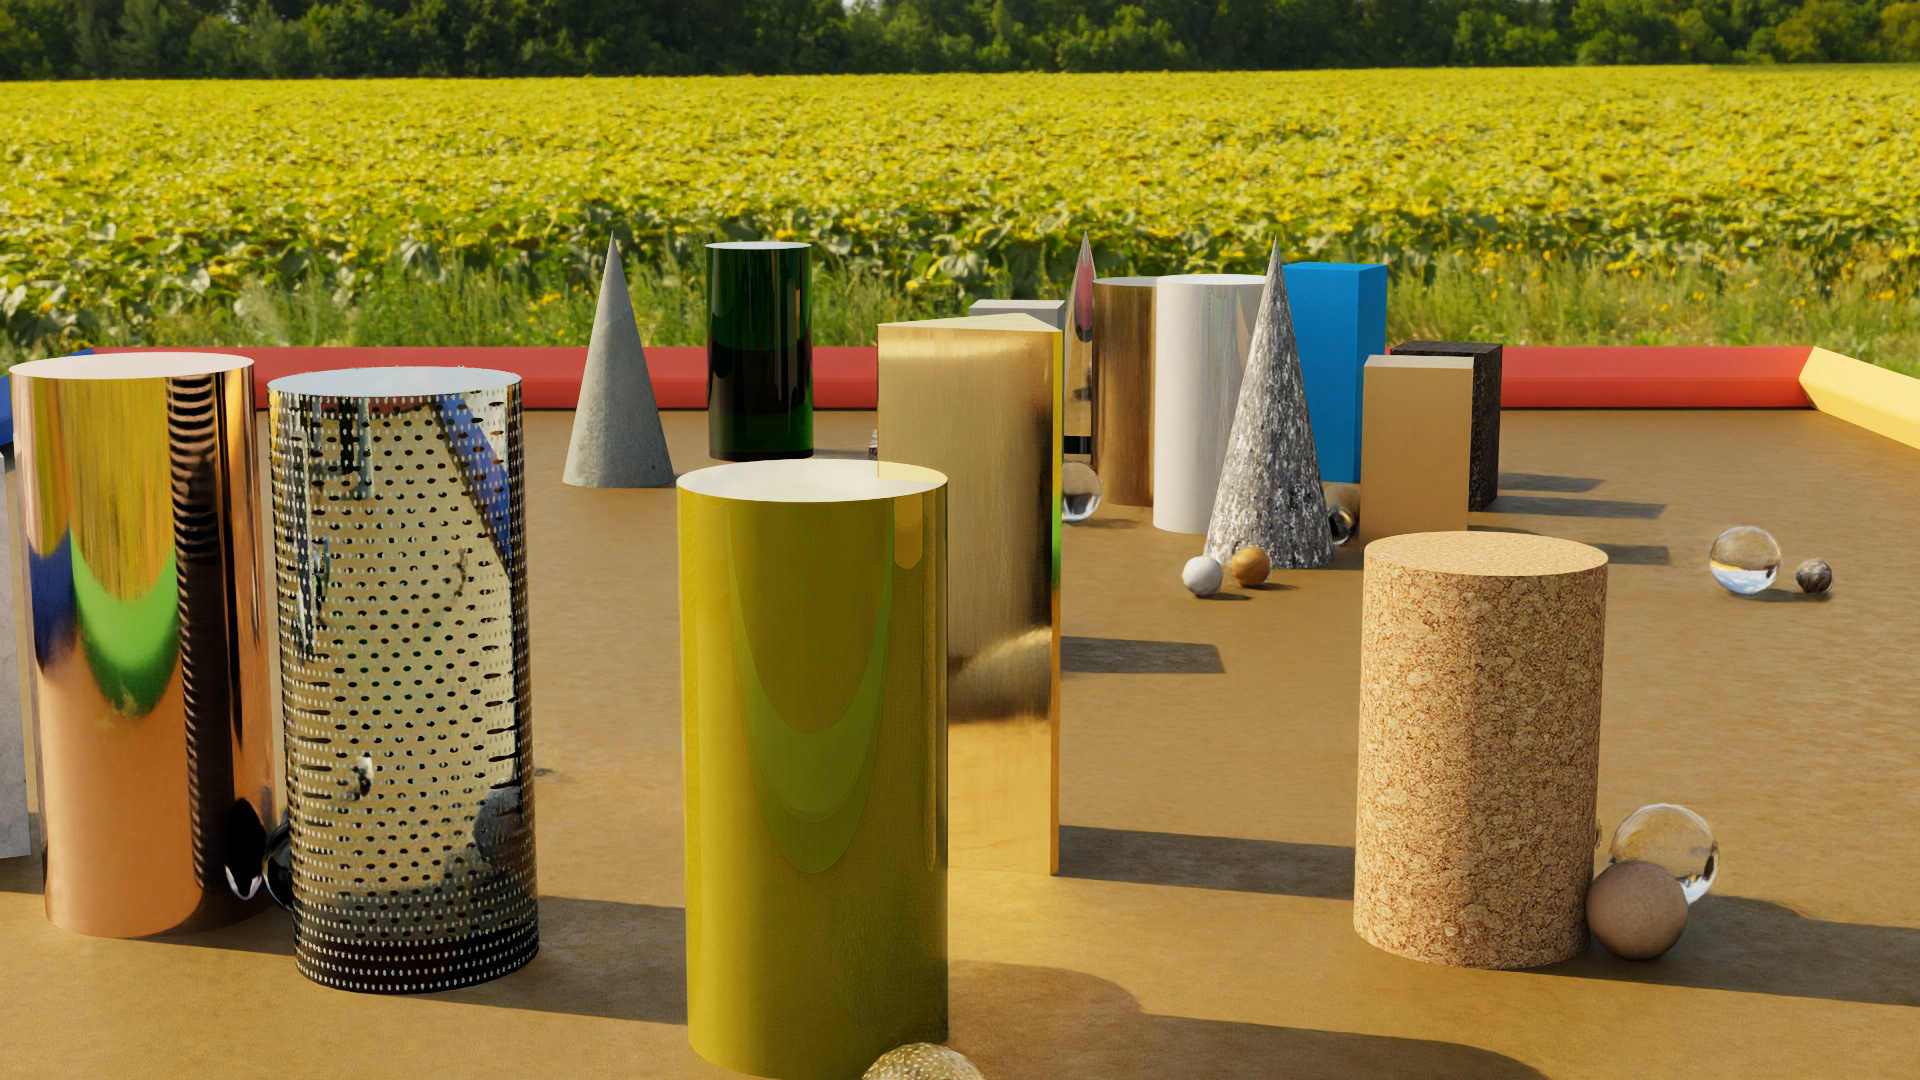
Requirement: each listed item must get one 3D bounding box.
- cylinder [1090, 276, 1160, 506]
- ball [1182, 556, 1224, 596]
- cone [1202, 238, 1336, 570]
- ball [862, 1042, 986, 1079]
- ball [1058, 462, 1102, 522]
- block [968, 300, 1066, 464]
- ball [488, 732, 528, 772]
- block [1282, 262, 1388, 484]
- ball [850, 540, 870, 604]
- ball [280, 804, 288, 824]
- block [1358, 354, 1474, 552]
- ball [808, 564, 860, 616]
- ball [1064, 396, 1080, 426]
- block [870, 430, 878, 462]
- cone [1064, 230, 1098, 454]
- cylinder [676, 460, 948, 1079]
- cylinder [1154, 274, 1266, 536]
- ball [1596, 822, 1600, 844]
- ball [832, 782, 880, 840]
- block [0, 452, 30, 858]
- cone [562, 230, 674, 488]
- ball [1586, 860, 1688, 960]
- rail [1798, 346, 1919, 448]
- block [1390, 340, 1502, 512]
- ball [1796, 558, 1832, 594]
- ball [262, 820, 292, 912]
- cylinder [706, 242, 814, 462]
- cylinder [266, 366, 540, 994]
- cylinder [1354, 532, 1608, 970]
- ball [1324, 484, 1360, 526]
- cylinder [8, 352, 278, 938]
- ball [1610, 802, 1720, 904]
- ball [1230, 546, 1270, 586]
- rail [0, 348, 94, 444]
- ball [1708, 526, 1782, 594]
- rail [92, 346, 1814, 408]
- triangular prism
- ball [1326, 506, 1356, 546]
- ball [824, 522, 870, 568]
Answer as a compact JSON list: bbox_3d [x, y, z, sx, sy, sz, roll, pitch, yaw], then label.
[{"bbox_3d":[0.322,-0.255,4.353,0.199,0.368,0.199,0,10,0],"label":"cylinder"},{"bbox_3d":[0.338,0.050,3.565,0.056,0.056,0.056,0,10,0],"label":"ball"},{"bbox_3d":[0.465,-0.213,3.811,0.199,0.483,0.199,0,10,0],"label":"cone"},{"bbox_3d":[-0.024,0.378,1.685,0.094,0.094,0.094,0,10,0],"label":"ball"},{"bbox_3d":[0.181,-0.078,4.144,0.098,0.098,0.098,0,10,0],"label":"ball"},{"bbox_3d":[0.105,-0.282,4.693,0.159,0.299,0.159,1,11,7],"label":"block"},{"bbox_3d":[-0.472,0.221,2.682,0.040,0.040,0.040,0,10,0],"label":"ball"},{"bbox_3d":[0.660,-0.303,4.601,0.159,0.374,0.159,5,12,27],"label":"block"},{"bbox_3d":[-0.100,0.043,3.482,0.099,0.099,0.099,0,10,0],"label":"ball"},{"bbox_3d":[-0.572,0.263,2.328,0.088,0.088,0.088,0,10,0],"label":"ball"},{"bbox_3d":[0.699,-0.132,3.926,0.159,0.283,0.159,2,11,12],"label":"block"},{"bbox_3d":[-0.169,0.066,3.437,0.070,0.070,0.070,0,10,0],"label":"ball"},{"bbox_3d":[0.215,-0.263,5.243,0.061,0.061,0.061,0,10,0],"label":"ball"},{"bbox_3d":[-0.031,0.003,3.238,0.159,0.267,0.159,0,10,1],"label":"block"},{"bbox_3d":[0.240,-0.388,4.927,0.199,0.421,0.199,0,10,0],"label":"cone"},{"bbox_3d":[-0.108,0.165,1.923,0.199,0.427,0.199,0,10,0],"label":"cylinder"},{"bbox_3d":[0.410,-0.219,4.089,0.199,0.394,0.199,0,10,0],"label":"cylinder"},{"bbox_3d":[0.570,0.272,2.387,0.048,0.048,0.048,0,10,0],"label":"ball"},{"bbox_3d":[-0.095,0.258,2.444,0.055,0.055,0.055,0,10,0],"label":"ball"},{"bbox_3d":[-0.974,0.102,2.403,0.159,0.376,0.159,-5,12,-25],"label":"block"},{"bbox_3d":[-0.609,-0.327,4.538,0.199,0.443,0.199,0,10,0],"label":"cone"},{"bbox_3d":[0.559,0.305,2.118,0.082,0.082,0.082,0,10,0],"label":"ball"},{"bbox_3d":[1.831,0.031,3.459,0.045,0.129,4.230,0,10,0],"label":"rail"},{"bbox_3d":[0.815,-0.194,4.315,0.159,0.263,0.159,4,11,21],"label":"block"},{"bbox_3d":[1.194,0.050,3.585,0.048,0.048,0.048,0,10,0],"label":"ball"},{"bbox_3d":[-0.558,0.281,2.224,0.090,0.090,0.090,0,10,0],"label":"ball"},{"bbox_3d":[-0.377,-0.356,4.828,0.199,0.395,0.199,0,10,0],"label":"cylinder"},{"bbox_3d":[-0.451,0.108,2.091,0.199,0.478,0.199,0,10,0],"label":"cylinder"},{"bbox_3d":[0.437,0.171,2.163,0.199,0.327,0.199,0,10,0],"label":"cylinder"},{"bbox_3d":[0.602,-0.050,4.052,0.076,0.076,0.076,0,10,0],"label":"ball"},{"bbox_3d":[-0.702,0.085,2.223,0.199,0.475,0.199,0,10,0],"label":"cylinder"},{"bbox_3d":[0.616,0.276,2.242,0.093,0.093,0.093,0,10,0],"label":"ball"},{"bbox_3d":[0.411,0.037,3.632,0.056,0.056,0.056,0,10,0],"label":"ball"},{"bbox_3d":[-1.831,0.035,3.438,0.045,0.129,4.230,0,10,0],"label":"rail"},{"bbox_3d":[1.093,0.028,3.571,0.097,0.097,0.097,0,10,0],"label":"ball"},{"bbox_3d":[-0.012,-0.347,5.505,3.709,0.129,0.045,0,10,0],"label":"rail"},{"bbox_3d":[0.031,0.043,2.390,0.172,0.496,0.149,4,11,20],"label":"triangular prism"},{"bbox_3d":[0.579,-0.022,3.944,0.060,0.060,0.060,0,10,0],"label":"ball"},{"bbox_3d":[-0.165,0.007,3.761,0.069,0.069,0.069,0,10,0],"label":"ball"}]
